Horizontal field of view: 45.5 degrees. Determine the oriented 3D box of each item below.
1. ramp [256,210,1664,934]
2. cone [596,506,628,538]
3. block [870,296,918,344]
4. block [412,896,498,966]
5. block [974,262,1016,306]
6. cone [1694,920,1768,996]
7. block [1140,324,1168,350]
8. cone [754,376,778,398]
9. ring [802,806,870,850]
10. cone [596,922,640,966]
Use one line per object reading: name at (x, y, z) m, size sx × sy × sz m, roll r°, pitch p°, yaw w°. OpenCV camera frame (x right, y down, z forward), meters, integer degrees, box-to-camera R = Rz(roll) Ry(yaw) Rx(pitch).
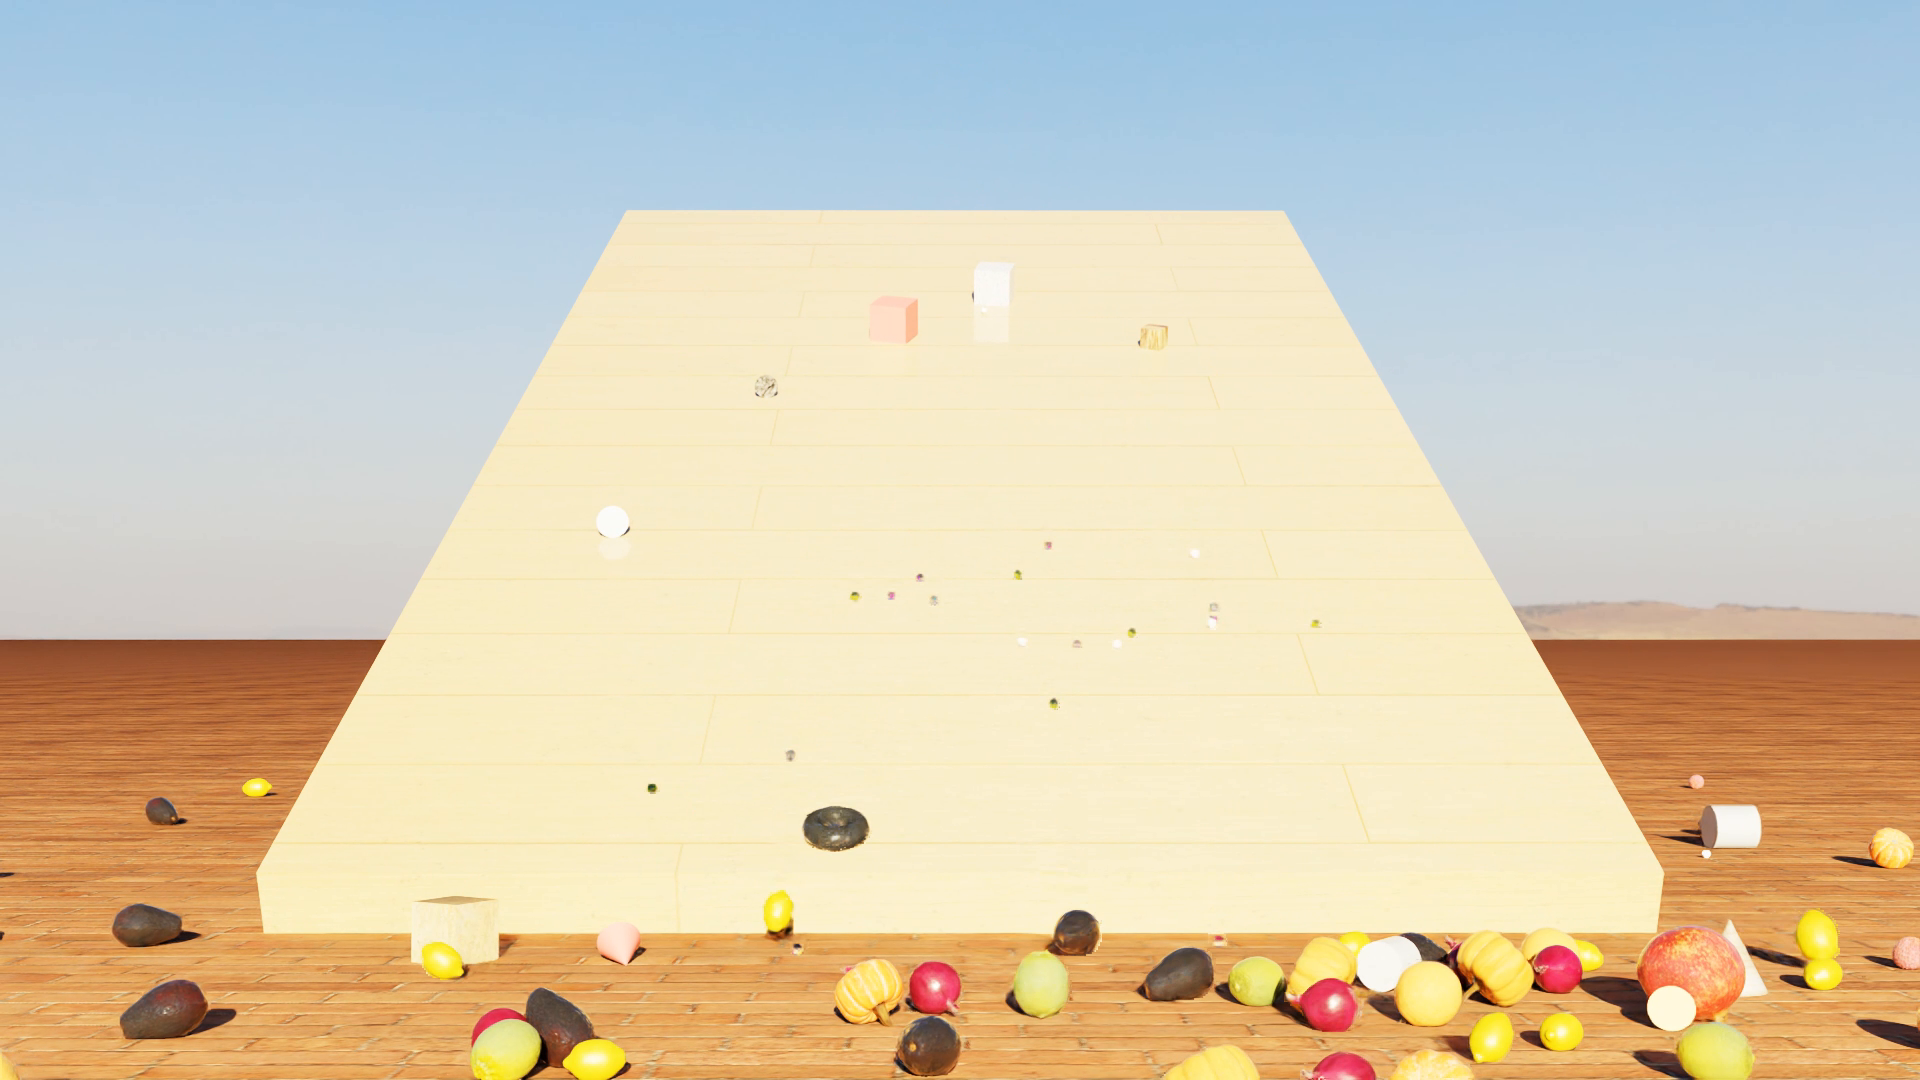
ramp at (-0.006, -0.219, 5.132) m, size 2.000 × 0.100 × 4.000 m, roll 0°, pitch 22°, yaw 0°
cone at (-0.680, -0.032, 4.486) m, size 0.062 × 0.062 × 0.062 m, roll 0°, pitch -5°, yaw -7°
block at (-0.164, -0.548, 5.698) m, size 0.094 × 0.094 × 0.094 m, roll 7°, pitch 23°, yaw 17°
block at (-0.665, 0.514, 3.018) m, size 0.079 × 0.079 × 0.079 m, roll -1°, pitch -3°, yaw 32°
block at (0.091, -0.672, 6.015) m, size 0.093 × 0.093 × 0.093 m, roll 4°, pitch 22°, yaw 10°
cone at (0.929, 0.500, 2.764) m, size 0.087 × 0.087 × 0.087 m, roll 0°, pitch -2°, yaw 0°
block at (0.478, -0.500, 5.638) m, size 0.051 × 0.051 × 0.051 m, roll 11°, pitch 24°, yaw 25°
cone at (-0.448, -0.351, 5.295) m, size 0.053 × 0.053 × 0.053 m, roll 0°, pitch -5°, yaw -5°
ring at (-0.181, 0.420, 3.342) m, size 0.098 × 0.033 × 0.098 m, roll 1°, pitch 22°, yaw 0°
cone at (-0.441, 0.540, 2.994) m, size 0.058 × 0.058 × 0.058 m, roll 1°, pitch 24°, yaw -19°
